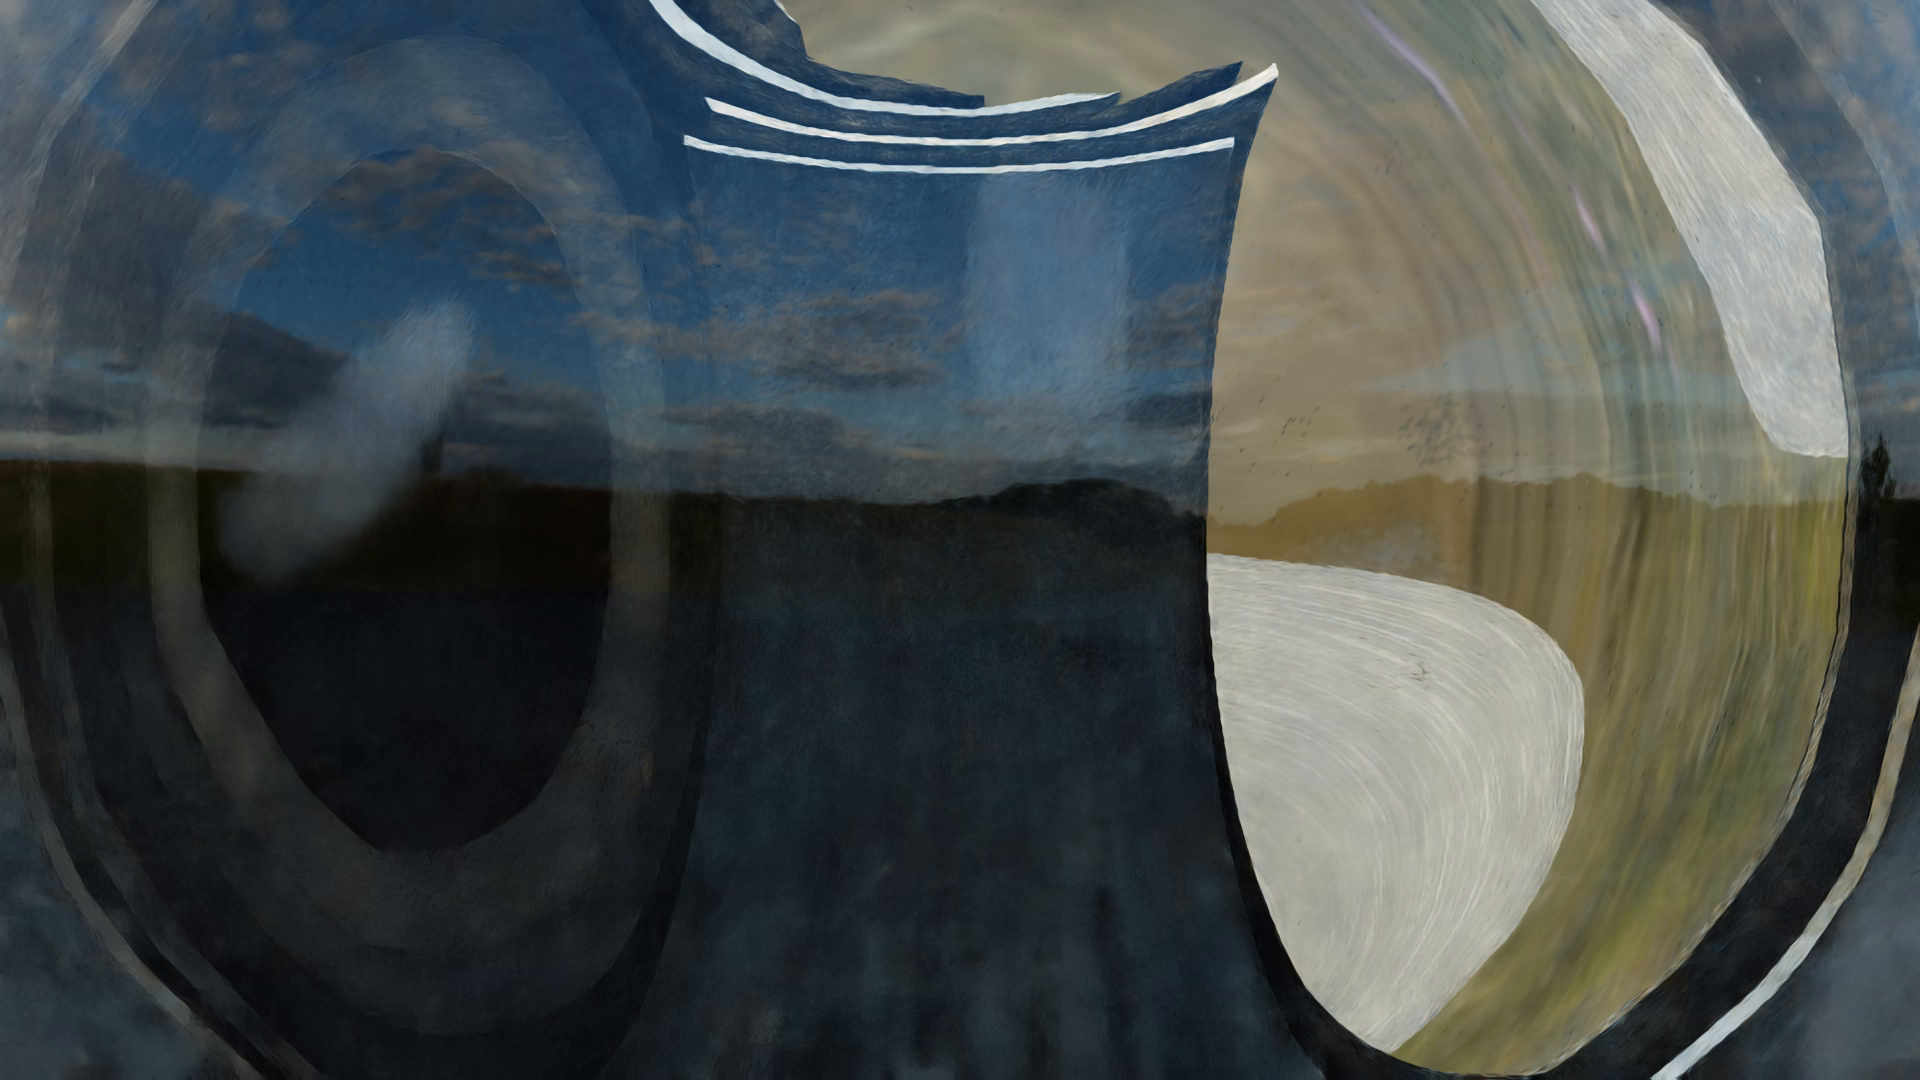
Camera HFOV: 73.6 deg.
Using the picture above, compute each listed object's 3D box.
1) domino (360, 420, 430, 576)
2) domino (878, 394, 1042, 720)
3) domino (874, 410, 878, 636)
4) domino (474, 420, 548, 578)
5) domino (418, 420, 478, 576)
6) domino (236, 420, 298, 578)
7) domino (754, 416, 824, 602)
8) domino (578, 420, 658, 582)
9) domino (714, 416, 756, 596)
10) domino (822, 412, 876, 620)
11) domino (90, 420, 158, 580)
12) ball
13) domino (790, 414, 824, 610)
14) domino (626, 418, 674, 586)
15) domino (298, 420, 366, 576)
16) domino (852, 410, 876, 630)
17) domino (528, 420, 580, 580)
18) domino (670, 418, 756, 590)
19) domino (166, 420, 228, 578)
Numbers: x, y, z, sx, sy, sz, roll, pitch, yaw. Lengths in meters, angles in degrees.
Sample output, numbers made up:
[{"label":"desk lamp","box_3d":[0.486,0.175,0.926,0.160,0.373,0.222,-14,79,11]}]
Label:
[{"label":"domino","box_3d":[-0.187,-0.014,0.425,0.010,0.050,0.025,0,4,2]},{"label":"domino","box_3d":[0.000,0.002,0.201,0.025,0.050,0.010,0,4,0]},{"label":"domino","box_3d":[-0.005,-0.004,0.282,0.025,0.050,0.009,-1,4,-16]},{"label":"domino","box_3d":[-0.146,-0.014,0.419,0.009,0.050,0.025,1,4,14]},{"label":"domino","box_3d":[-0.166,-0.014,0.423,0.010,0.050,0.025,1,4,8]},{"label":"domino","box_3d":[-0.228,-0.014,0.422,0.010,0.050,0.025,-1,4,-12]},{"label":"domino","box_3d":[-0.043,-0.009,0.354,0.025,0.050,0.009,-4,6,-40]},{"label":"domino","box_3d":[-0.108,-0.013,0.404,0.010,0.050,0.025,2,5,26]},{"label":"domino","box_3d":[-0.057,-0.010,0.369,0.010,0.050,0.025,4,6,44]},{"label":"domino","box_3d":[-0.021,-0.006,0.320,0.025,0.050,0.009,-2,5,-28]},{"label":"domino","box_3d":[-0.267,-0.013,0.410,0.009,0.050,0.025,-1,4,-17]},{"label":"ball","box_3d":[0.000,-0.002,0.056,0.080,0.080,0.080,0,4,0]},{"label":"domino","box_3d":[-0.031,-0.008,0.338,0.025,0.050,0.009,-3,5,-34]},{"label":"domino","box_3d":[-0.090,-0.012,0.394,0.009,0.050,0.025,3,5,32]},{"label":"domino","box_3d":[-0.207,-0.014,0.424,0.010,0.050,0.025,0,4,-4]},{"label":"domino","box_3d":[-0.012,-0.005,0.301,0.025,0.050,0.009,-2,5,-22]},{"label":"domino","box_3d":[-0.126,-0.013,0.413,0.010,0.050,0.025,2,5,20]},{"label":"domino","box_3d":[-0.073,-0.011,0.383,0.010,0.050,0.025,3,5,38]},{"label":"domino","box_3d":[-0.247,-0.014,0.416,0.010,0.050,0.025,-1,4,-17]}]
